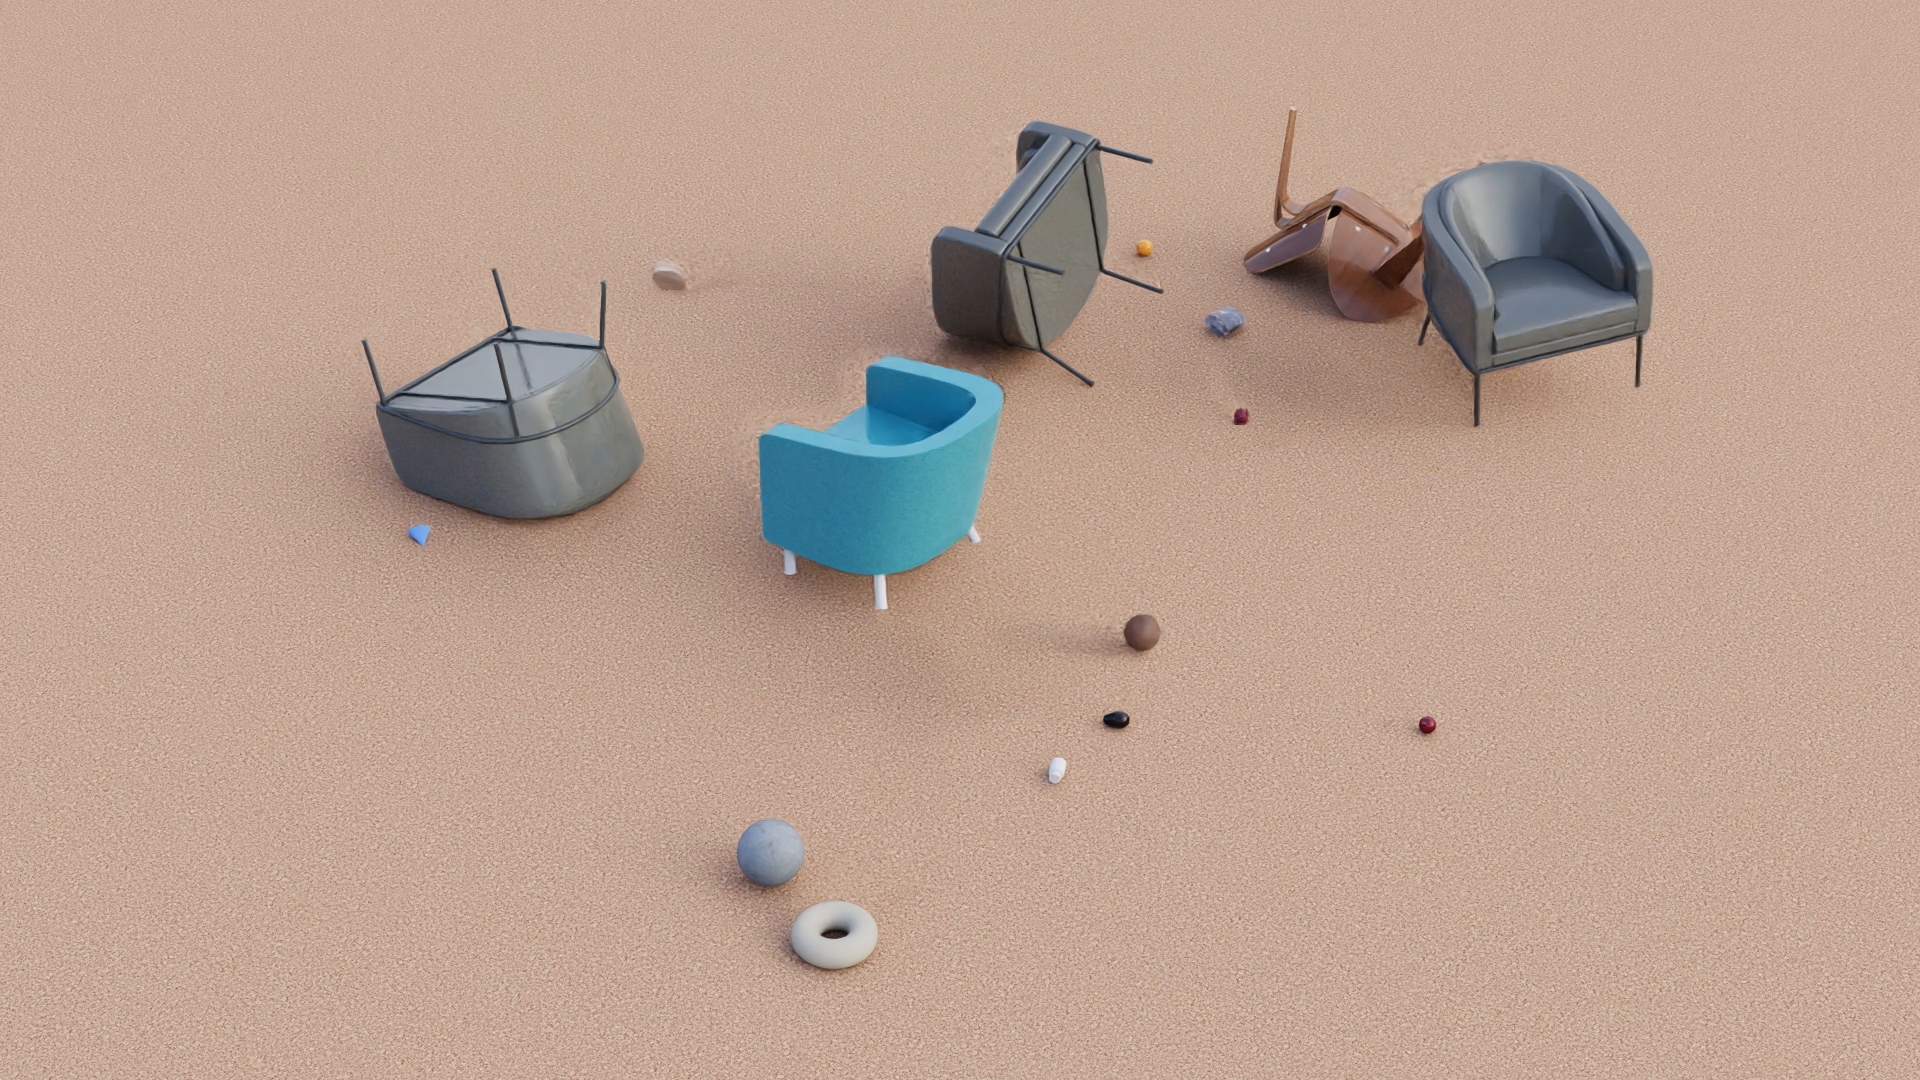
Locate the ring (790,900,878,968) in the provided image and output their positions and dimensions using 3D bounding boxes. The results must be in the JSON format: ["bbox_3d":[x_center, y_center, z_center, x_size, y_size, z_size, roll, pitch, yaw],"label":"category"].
[{"bbox_3d":[-0.386,1.214,9.020,0.272,0.092,0.264,15,37,22],"label":"ring"}]

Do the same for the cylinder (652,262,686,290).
[{"bbox_3d":[-1.246,-1.133,12.575,0.146,0.086,0.081,16,29,-18],"label":"cylinder"}]

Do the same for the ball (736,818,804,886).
[{"bbox_3d":[-0.598,0.987,9.253,0.213,0.213,0.213,0,33,0],"label":"ball"}]

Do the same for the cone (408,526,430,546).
[{"bbox_3d":[-2.009,-0.006,10.932,0.085,0.049,0.086,-11,51,-14],"label":"cone"}]

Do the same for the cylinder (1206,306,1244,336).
[{"bbox_3d":[1.108,-0.915,12.260,0.121,0.080,0.111,30,44,34],"label":"cylinder"}]

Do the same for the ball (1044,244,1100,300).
[{"bbox_3d":[0.473,-1.137,12.453,0.239,0.239,0.239,0,33,0],"label":"ball"}]
